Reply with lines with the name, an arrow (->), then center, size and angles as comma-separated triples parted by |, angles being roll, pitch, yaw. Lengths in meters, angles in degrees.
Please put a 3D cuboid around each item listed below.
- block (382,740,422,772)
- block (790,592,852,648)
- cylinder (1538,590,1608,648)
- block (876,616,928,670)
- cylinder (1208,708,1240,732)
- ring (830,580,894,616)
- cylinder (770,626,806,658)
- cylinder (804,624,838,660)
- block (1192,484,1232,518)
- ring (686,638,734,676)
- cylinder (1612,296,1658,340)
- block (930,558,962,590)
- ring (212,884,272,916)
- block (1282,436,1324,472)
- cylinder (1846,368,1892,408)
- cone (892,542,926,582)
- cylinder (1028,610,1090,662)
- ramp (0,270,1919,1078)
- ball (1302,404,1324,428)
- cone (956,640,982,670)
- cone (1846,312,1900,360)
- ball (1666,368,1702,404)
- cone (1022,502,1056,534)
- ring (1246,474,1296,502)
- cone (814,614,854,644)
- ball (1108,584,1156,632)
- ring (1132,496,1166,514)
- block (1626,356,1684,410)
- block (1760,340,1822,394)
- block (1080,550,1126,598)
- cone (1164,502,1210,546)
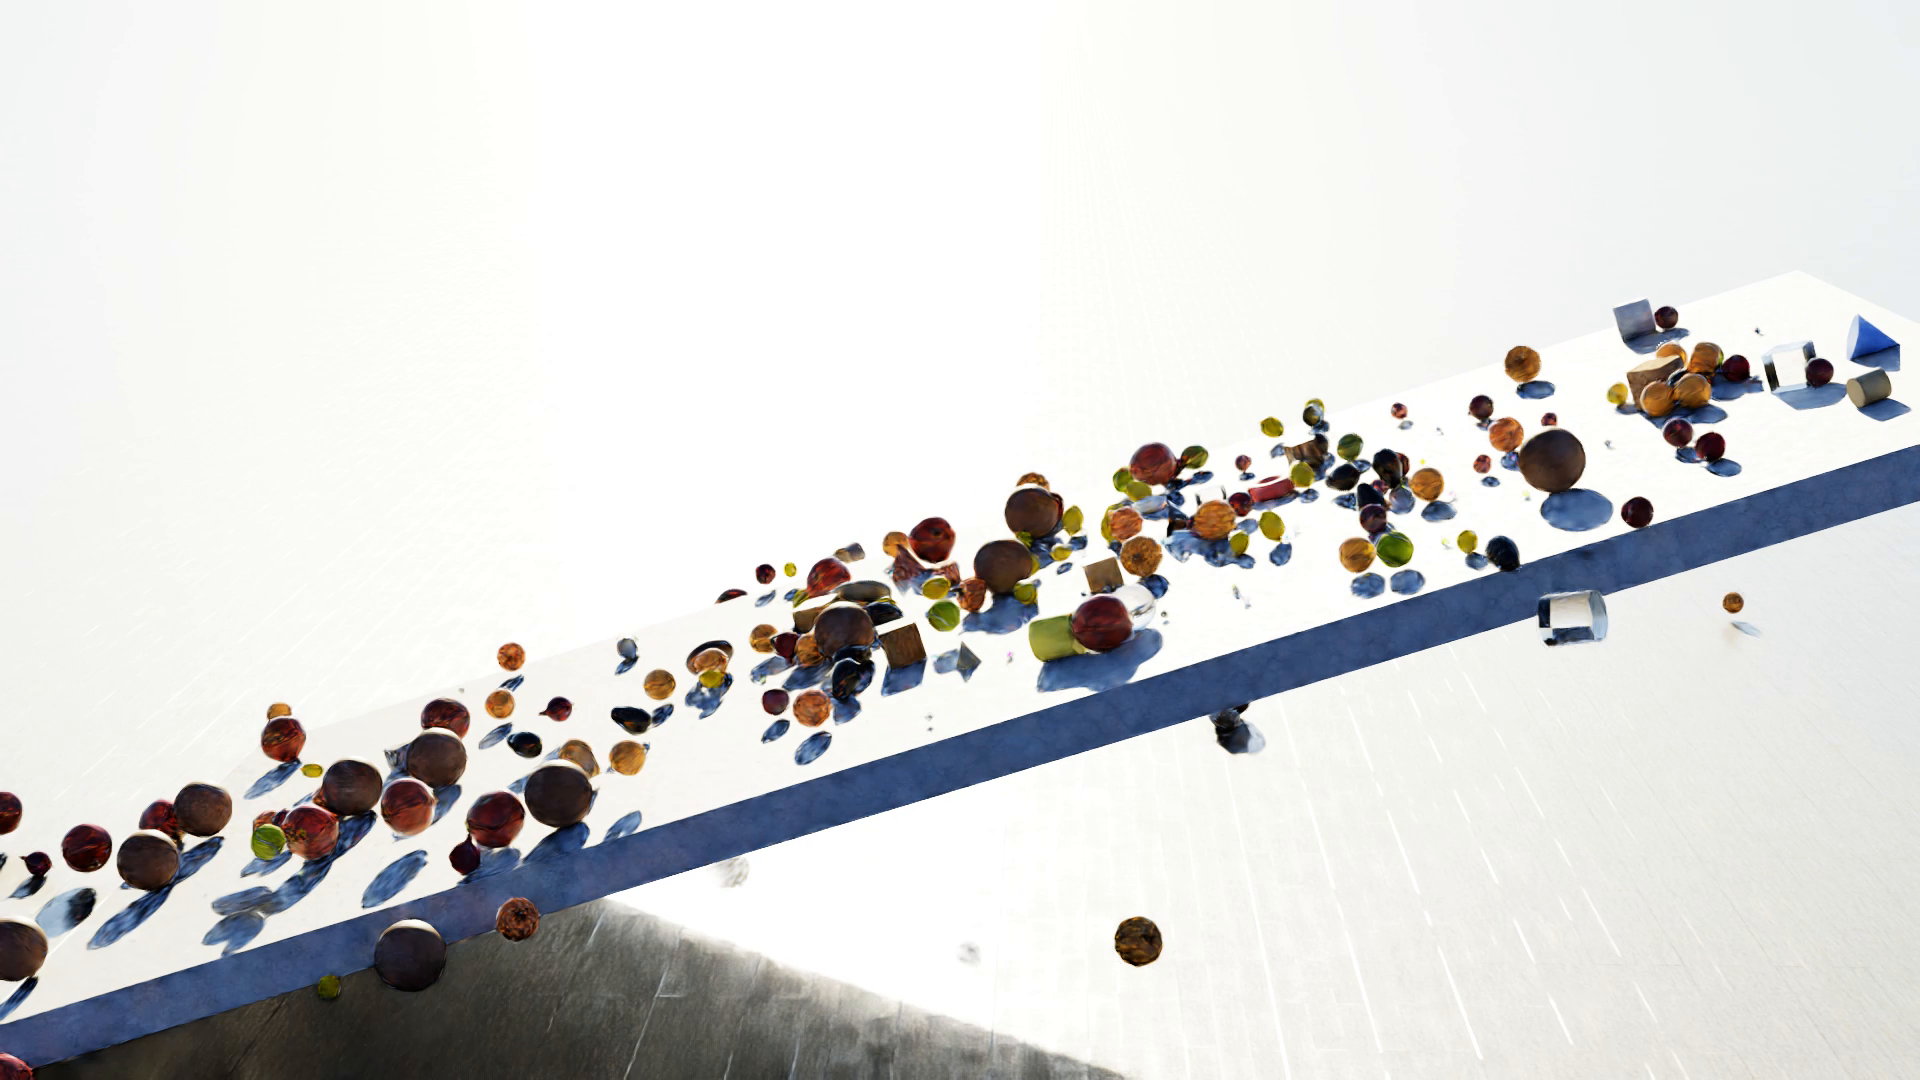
block -> -1.252, 0.486, 6.608 | 0.055, 0.055, 0.055 | -26, 13, -36
block -> -0.306, 0.179, 6.505 | 0.087, 0.087, 0.087 | -13, 11, 25
cylinder -> 1.056, 0.135, 5.071 | 0.091, 0.091, 0.091 | -9, 5, 33
block -> -0.120, 0.211, 6.043 | 0.080, 0.080, 0.080 | -19, 10, -4
cylinder -> 0.715, 0.479, 7.960 | 0.059, 0.059, 0.059 | 29, 0, -22
ring -> -0.223, 0.130, 6.582 | 0.148, 0.049, 0.148 | -8, -21, -3
cylinder -> -0.379, 0.225, 6.477 | 0.055, 0.055, 0.055 | -25, 24, -33
cylinder -> -0.299, 0.221, 6.349 | 0.060, 0.060, 0.060 | -4, 26, -17
block -> 0.557, -0.087, 6.498 | 0.056, 0.056, 0.056 | -21, 11, -14
ring -> -0.553, 0.260, 6.505 | 0.115, 0.115, 0.038 | -8, 57, -36
cylinder -> 1.587, -0.521, 6.919 | 0.085, 0.085, 0.085 | -16, 8, 12
block -> -0.030, 0.077, 6.667 | 0.050, 0.050, 0.050 | -20, 11, -11
ring -> -1.405, 0.704, 5.753 | 0.121, 0.040, 0.121 | -15, -1, 0
block -> 0.778, -0.195, 6.668 | 0.062, 0.062, 0.062 | -20, 11, -10
cylinder -> 1.718, -0.288, 5.558 | 0.060, 0.060, 0.060 | -20, 16, -12
cone -> -0.133, 0.043, 6.914 | 0.087, 0.087, 0.087 | -18, 10, 3
cylinder -> 0.189, 0.183, 5.638 | 0.087, 0.087, 0.087 | -12, 4, 29
ramp -> 0.101, 0.183, 6.311 | 4.000, 0.100, 2.000 | -17, 10, 5
ball -> 0.852, -0.299, 7.103 | 0.055, 0.055, 0.055 | 0, 12, 0
cone -> 0.010, 0.222, 5.827 | 0.056, 0.056, 0.056 | -18, 10, 3
cone -> 1.859, -0.405, 5.967 | 0.098, 0.098, 0.098 | 10, 12, 4
ball -> 1.491, -0.317, 6.060 | 0.072, 0.072, 0.072 | 0, 12, 0
cone -> 0.194, -0.042, 6.945 | 0.076, 0.076, 0.076 | 15, 16, 18
ring -> 0.687, -0.116, 6.482 | 0.114, 0.038, 0.114 | -17, 12, 4
cone -> -0.273, 0.211, 6.415 | 0.088, 0.088, 0.088 | 10, 13, 5
ball -> 0.332, 0.130, 5.655 | 0.092, 0.092, 0.092 | 0, 12, 0
ring -> 0.435, -0.081, 6.759 | 0.081, 0.027, 0.081 | -17, 12, 4
block -> 1.457, -0.327, 6.135 | 0.085, 0.085, 0.085 | -27, 13, -39
block -> 1.669, -0.349, 5.903 | 0.079, 0.079, 0.079 | -9, 14, 42
block -> 0.295, 0.070, 6.086 | 0.073, 0.073, 0.073 | -18, 10, -1
cone -> 0.493, -0.027, 6.334 | 0.095, 0.095, 0.095 | 9, 12, 2
